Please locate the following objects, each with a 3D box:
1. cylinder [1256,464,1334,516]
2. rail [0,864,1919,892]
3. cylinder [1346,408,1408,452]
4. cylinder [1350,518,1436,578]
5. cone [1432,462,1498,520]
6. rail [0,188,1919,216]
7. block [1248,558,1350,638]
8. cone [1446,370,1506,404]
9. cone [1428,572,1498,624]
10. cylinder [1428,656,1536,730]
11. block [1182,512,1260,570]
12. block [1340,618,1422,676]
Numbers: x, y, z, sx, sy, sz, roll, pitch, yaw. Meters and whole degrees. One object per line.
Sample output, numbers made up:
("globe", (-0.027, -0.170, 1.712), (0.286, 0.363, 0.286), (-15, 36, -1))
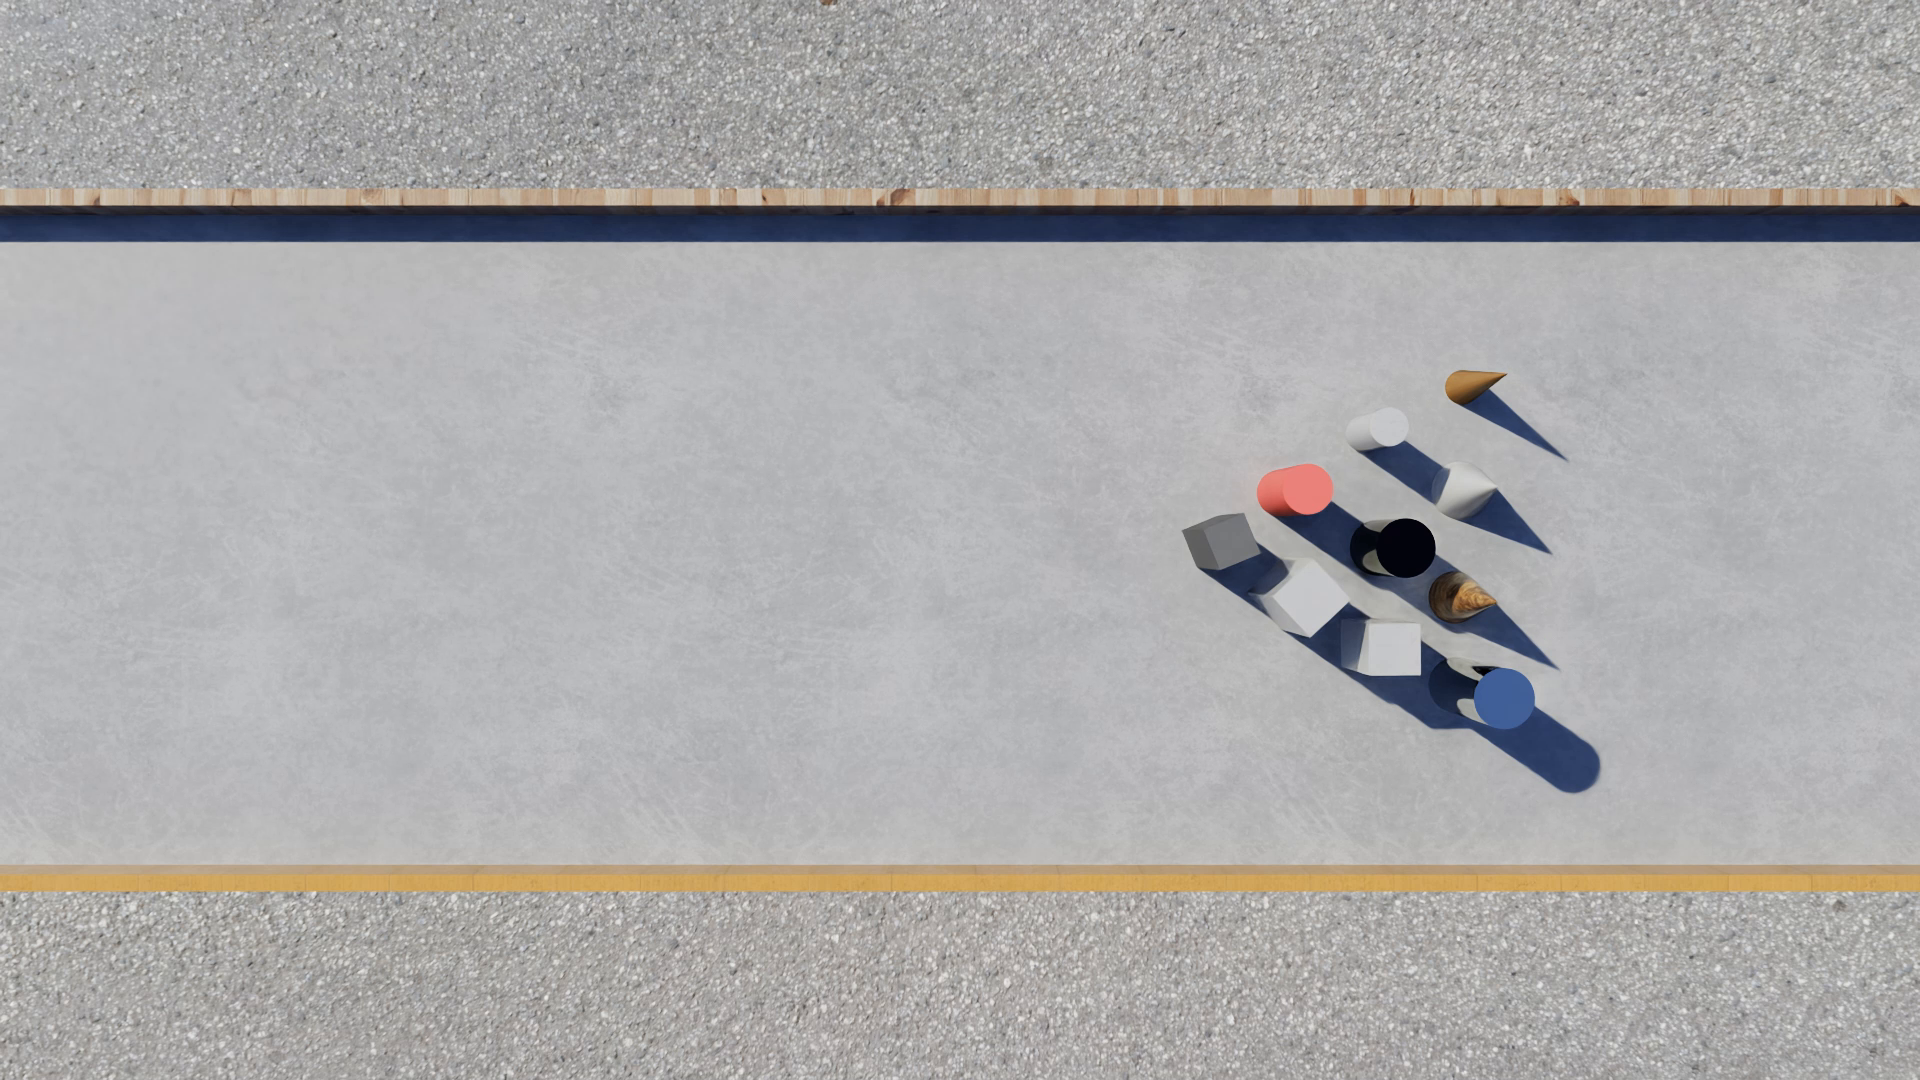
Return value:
("cylinder", (0.985, -0.145, 4.874), (0.144, 0.406, 0.144), (0, 90, 0))
("rail", (-2.247, 1.025, 5.001), (12.000, 0.150, 0.050), (0, 90, 0))
("cylinder", (1.242, -0.327, 4.923), (0.112, 0.306, 0.112), (0, 90, 0))
("cylinder", (1.286, 0.023, 4.916), (0.173, 0.321, 0.173), (0, 90, 0))
("cone", (1.541, -0.152, 4.895), (0.179, 0.364, 0.179), (0, 90, 0))
("rail", (-2.247, -1.025, 5.002), (12.000, 0.150, 0.050), (0, 90, 0))
("block", (0.993, 0.164, 4.867), (0.158, 0.419, 0.158), (-43, 90, 0))
("cone", (1.546, -0.470, 4.863), (0.106, 0.427, 0.106), (0, 90, 0))
("cone", (1.523, 0.177, 4.870), (0.161, 0.414, 0.161), (0, 90, 0))
("cylinder", (1.528, 0.446, 4.853), (0.172, 0.448, 0.172), (0, 90, 0))
("block", (0.763, 0.004, 4.850), (0.123, 0.453, 0.123), (-22, 90, 0))
("block", (1.247, 0.314, 4.902), (0.148, 0.348, 0.148), (-1, 90, 0))
